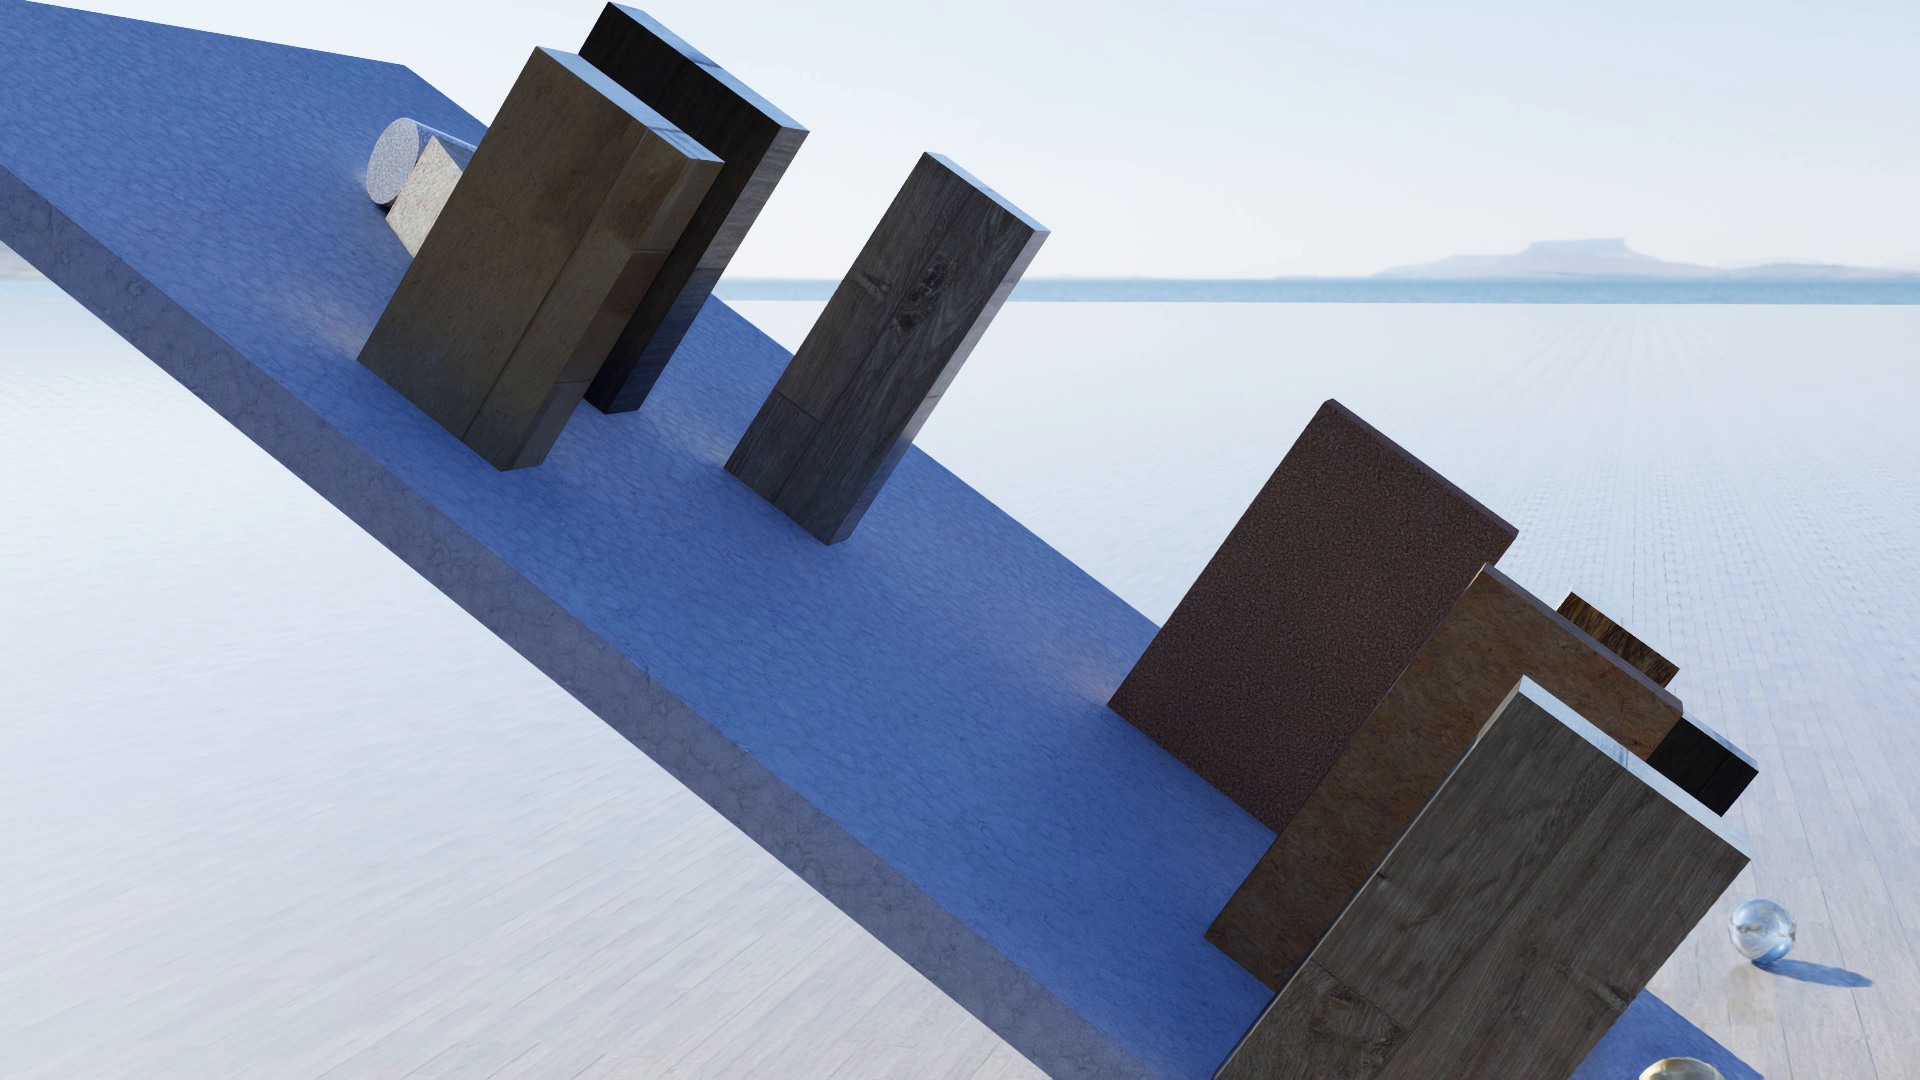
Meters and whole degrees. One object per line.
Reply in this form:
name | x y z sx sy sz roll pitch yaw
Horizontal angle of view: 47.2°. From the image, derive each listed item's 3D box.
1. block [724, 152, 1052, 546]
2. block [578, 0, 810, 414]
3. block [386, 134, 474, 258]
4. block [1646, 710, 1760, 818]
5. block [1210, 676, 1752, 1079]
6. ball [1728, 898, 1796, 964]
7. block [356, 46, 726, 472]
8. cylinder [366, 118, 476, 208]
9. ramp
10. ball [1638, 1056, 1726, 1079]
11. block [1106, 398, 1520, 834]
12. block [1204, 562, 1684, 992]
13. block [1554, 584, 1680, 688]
block | -0.139 -0.350 4.078 0.251 0.705 0.115 37 16 10
block | -0.615 -0.601 4.022 0.399 0.619 0.140 37 16 10
block | -0.942 -0.619 4.215 0.192 0.192 0.192 19 22 -45
block | 1.333 0.593 4.513 0.295 0.564 0.101 37 16 10
block | 0.675 0.574 2.928 0.349 0.715 0.122 37 16 10
ball | 2.160 1.052 5.924 0.172 0.172 0.172 0 7 0
block | -0.668 -0.441 3.487 0.308 0.587 0.136 37 16 10
cylinder | -1.043 -0.717 4.334 0.176 0.176 0.176 7 -8 45
ramp | -0.101 0.177 4.087 4.000 0.100 2.000 37 16 10
ball | 1.276 1.004 3.874 0.182 0.182 0.182 0 7 0
block | 0.663 0.151 4.177 0.427 0.721 0.119 37 16 10
block | 0.746 0.440 3.436 0.360 0.739 0.102 37 16 10
block | 1.112 0.431 4.356 0.248 0.666 0.120 37 16 10
